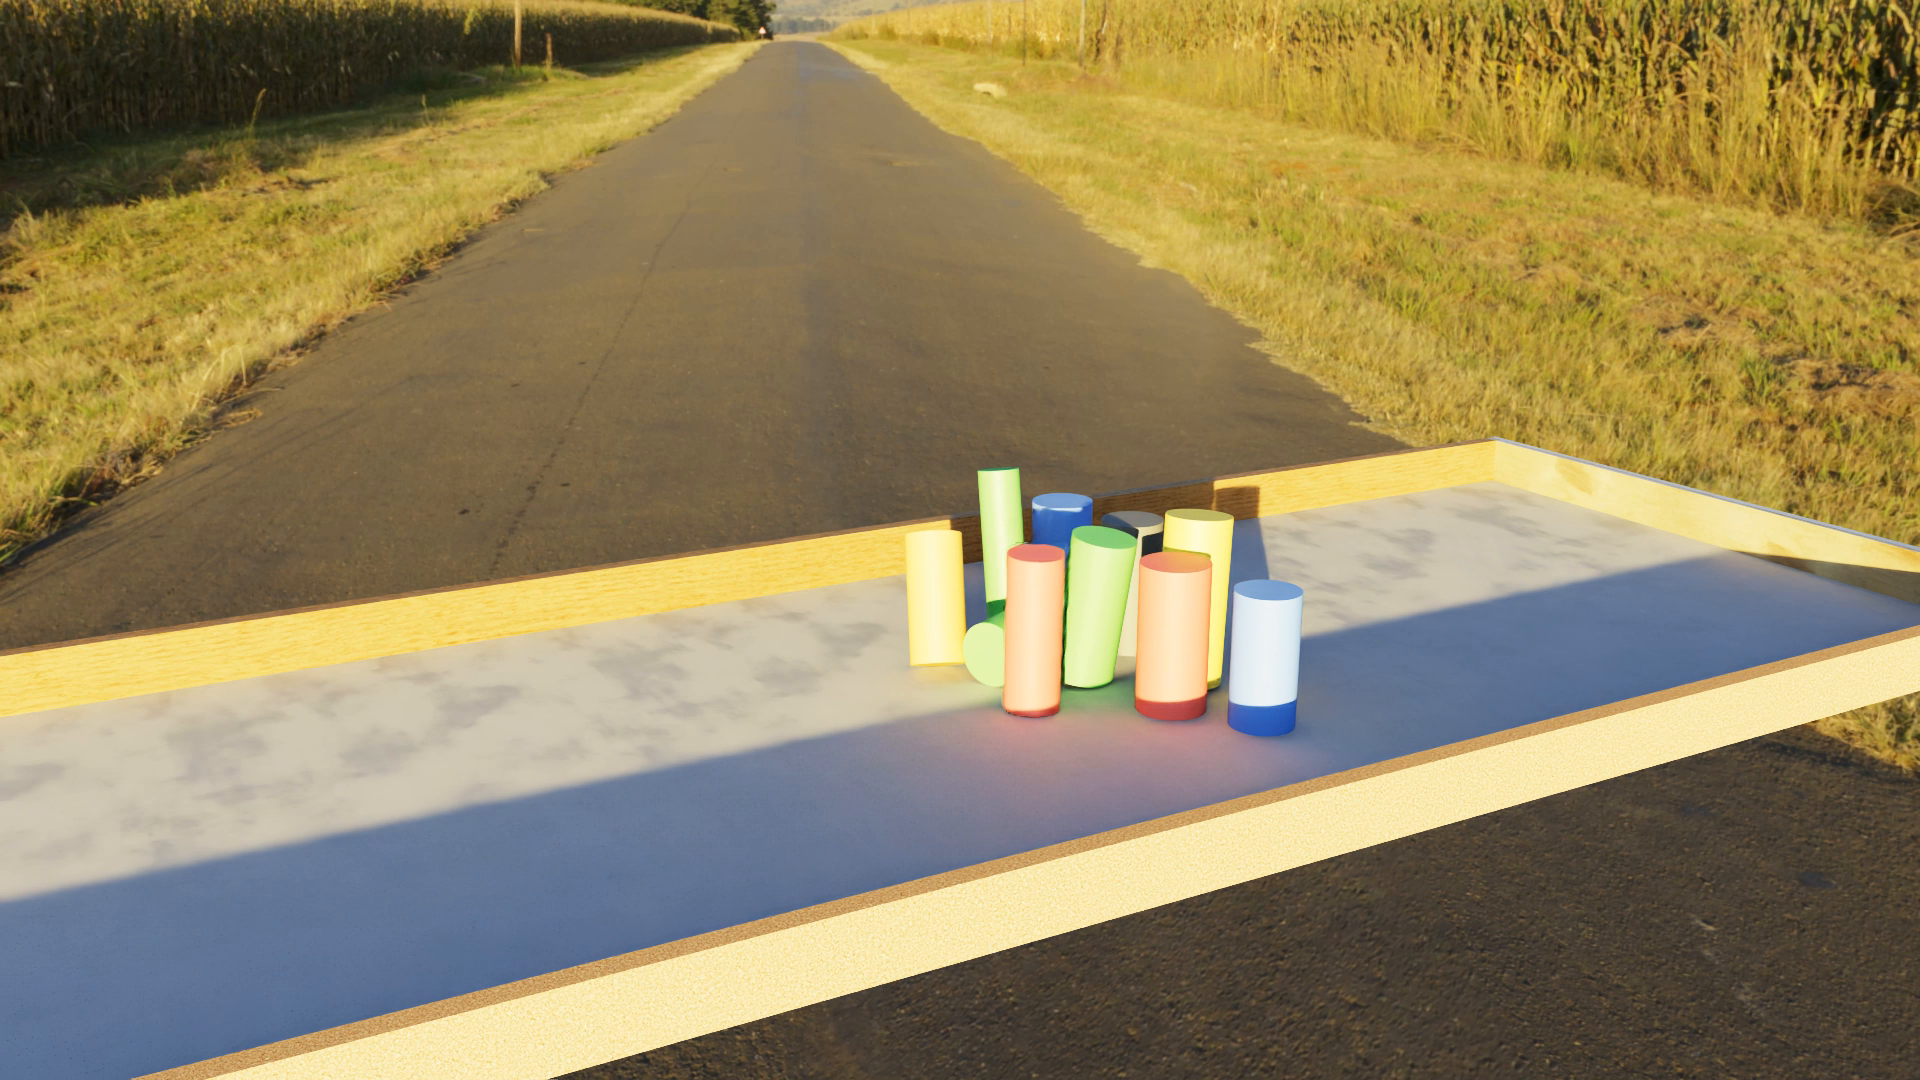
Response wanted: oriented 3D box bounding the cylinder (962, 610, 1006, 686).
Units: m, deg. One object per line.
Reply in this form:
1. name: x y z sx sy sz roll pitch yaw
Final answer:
1. cylinder: 0.182 0.241 4.242 0.165 0.165 0.380 11 20 33

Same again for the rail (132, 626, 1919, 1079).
1. rail: -2.336 1.006 1.665 12.000 0.150 0.050 -9 18 -27

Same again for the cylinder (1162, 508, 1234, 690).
1. cylinder: 0.578 0.145 4.089 0.167 0.421 0.167 3 11 -1

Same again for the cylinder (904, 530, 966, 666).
1. cylinder: -0.061 0.150 4.199 0.147 0.333 0.147 -3 -8 0

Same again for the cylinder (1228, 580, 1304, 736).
1. cylinder: 0.709 0.273 3.839 0.158 0.330 0.158 0 16 0

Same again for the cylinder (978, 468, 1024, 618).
1. cylinder: 0.117 0.038 4.395 0.111 0.455 0.111 -4 7 0

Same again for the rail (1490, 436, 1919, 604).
1. rail: 2.466 -0.048 5.253 0.050 0.150 2.100 -9 18 -27

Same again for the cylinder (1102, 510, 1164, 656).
1. cylinder: 0.450 0.113 4.348 0.163 0.350 0.163 0 16 0

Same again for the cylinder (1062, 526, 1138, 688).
1. cylinder: 0.330 0.166 4.102 0.163 0.369 0.163 7 19 -3

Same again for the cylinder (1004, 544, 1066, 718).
1. cylinder: 0.175 0.216 3.917 0.137 0.391 0.137 1 18 0

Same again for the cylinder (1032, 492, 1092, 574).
1. cylinder: 0.283 0.050 4.598 0.167 0.331 0.167 0 16 0

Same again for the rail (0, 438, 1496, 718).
1. rail: -3.305 0.497 3.399 12.000 0.150 0.050 -9 18 -27

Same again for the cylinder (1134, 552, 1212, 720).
1. cylinder: 0.508 0.228 3.929 0.172 0.366 0.172 0 16 0
